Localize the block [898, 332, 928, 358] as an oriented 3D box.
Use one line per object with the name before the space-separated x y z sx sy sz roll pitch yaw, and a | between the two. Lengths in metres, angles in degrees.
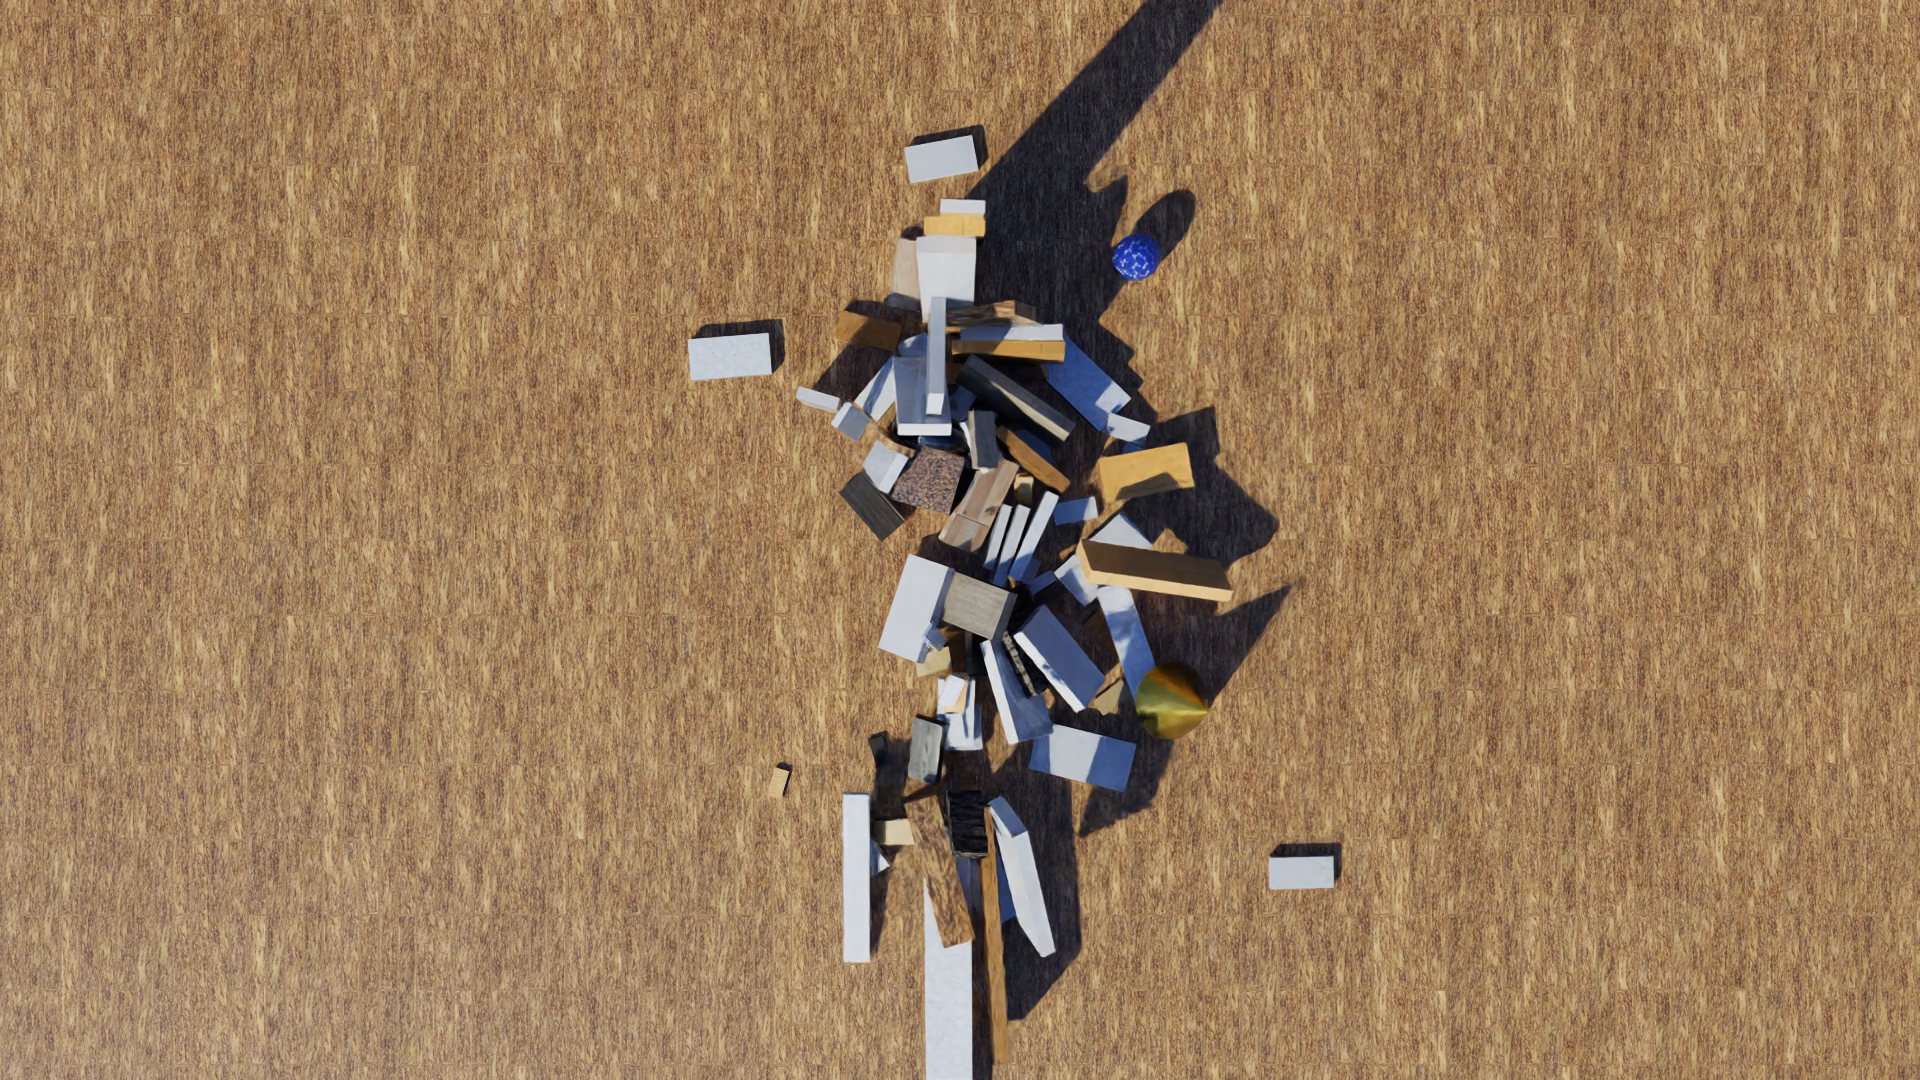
block | -0.125 -0.576 5.485 0.103 0.029 0.206 -22 90 0

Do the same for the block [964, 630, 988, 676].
block | 0.067 0.337 5.432 0.109 0.031 0.218 8 75 -43

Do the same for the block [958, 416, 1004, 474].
block | 0.070 -0.318 5.314 0.092 0.026 0.184 -41 112 -41

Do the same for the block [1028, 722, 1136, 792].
block | 0.405 0.715 5.477 0.329 0.047 0.164 14 90 0

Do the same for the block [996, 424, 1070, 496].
block | 0.229 -0.259 5.386 0.293 0.147 0.042 40 84 0

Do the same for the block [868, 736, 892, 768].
block | -0.268 0.705 5.493 0.049 0.014 0.097 -18 90 0

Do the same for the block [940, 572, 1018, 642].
block | 0.030 0.207 5.372 0.328 0.046 0.164 20 90 43

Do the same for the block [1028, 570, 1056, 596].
block | 0.273 0.143 5.493 0.096 0.014 0.048 -30 90 0

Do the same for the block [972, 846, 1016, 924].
block | 0.085 1.121 5.478 0.153 0.043 0.307 -30 90 0

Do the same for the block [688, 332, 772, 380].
block | -0.763 -0.608 5.481 0.268 0.038 0.134 -5 90 0

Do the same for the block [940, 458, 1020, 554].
block | 0.063 -0.125 5.428 0.136 0.039 0.330 21 99 -28

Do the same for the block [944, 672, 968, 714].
block | -0.013 0.495 5.353 0.068 0.019 0.136 6 111 -2

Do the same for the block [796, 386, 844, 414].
block | -0.451 -0.451 5.366 0.134 0.268 0.038 16 90 0

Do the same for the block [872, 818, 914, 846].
block | -0.205 0.963 5.450 0.167 0.024 0.084 -8 90 29

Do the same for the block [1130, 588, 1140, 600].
block | 0.560 0.177 5.491 0.060 0.017 0.121 31 90 0

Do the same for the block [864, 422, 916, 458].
block | -0.224 -0.321 5.288 0.091 0.183 0.026 17 104 -37

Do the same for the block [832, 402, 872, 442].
block | -0.355 -0.388 5.410 0.026 0.183 0.091 33 90 21

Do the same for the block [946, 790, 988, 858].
block | 0.021 0.865 5.029 0.108 0.031 0.217 6 48 -15

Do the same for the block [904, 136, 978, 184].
block | -0.062 -1.266 5.484 0.229 0.032 0.114 -10 90 0

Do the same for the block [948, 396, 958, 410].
block | -0.086 -0.453 5.445 0.140 0.070 0.020 2 71 17

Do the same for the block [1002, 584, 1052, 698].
block | 0.216 0.329 5.421 0.049 0.171 0.343 -25 90 44

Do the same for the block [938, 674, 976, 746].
block | -0.014 0.559 5.406 0.120 0.034 0.240 1 111 -1

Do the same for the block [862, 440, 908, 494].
block | -0.244 -0.255 5.359 0.038 0.268 0.134 27 100 -21

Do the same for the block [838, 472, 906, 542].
block | -0.291 -0.111 5.485 0.109 0.031 0.218 -41 90 0

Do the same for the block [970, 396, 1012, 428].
block | 0.110 -0.428 5.463 0.140 0.020 0.070 31 90 -3

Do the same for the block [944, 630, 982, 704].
block | 0.009 0.422 5.455 0.120 0.034 0.240 -1 79 0

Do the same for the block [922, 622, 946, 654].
block | -0.083 0.321 5.399 0.015 0.106 0.053 19 68 38

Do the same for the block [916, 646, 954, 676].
block | -0.084 0.402 5.451 0.136 0.019 0.068 -18 72 28

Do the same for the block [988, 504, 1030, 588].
block | 0.161 0.018 5.430 0.039 0.136 0.273 19 90 -5

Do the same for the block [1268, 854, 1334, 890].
block | 1.135 1.104 5.485 0.209 0.030 0.104 -1 90 0

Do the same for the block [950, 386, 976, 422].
block | 0.044 -0.482 5.485 0.103 0.029 0.206 38 90 0

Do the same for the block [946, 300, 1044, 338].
block | 0.083 -0.714 5.334 0.334 0.167 0.047 -4 83 35

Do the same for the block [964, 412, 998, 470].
block | 0.069 -0.325 5.399 0.026 0.091 0.183 26 62 2

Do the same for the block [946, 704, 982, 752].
block | 0.009 0.576 5.483 0.120 0.034 0.240 -3 90 0

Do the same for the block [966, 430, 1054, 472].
block | 0.162 -0.279 5.481 0.273 0.039 0.136 -15 90 0

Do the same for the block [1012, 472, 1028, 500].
block | 0.203 -0.176 5.471 0.050 0.014 0.101 -7 117 0

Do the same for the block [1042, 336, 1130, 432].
block | 0.404 -0.520 5.478 0.305 0.043 0.153 44 90 0

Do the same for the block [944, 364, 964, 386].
block | -0.057 -0.548 5.457 0.140 0.020 0.070 -3 80 -7

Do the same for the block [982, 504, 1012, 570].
block | 0.120 -0.010 5.445 0.031 0.109 0.218 17 90 -5

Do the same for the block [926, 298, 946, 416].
block | -0.076 -0.575 5.180 0.047 0.165 0.330 2 70 -4

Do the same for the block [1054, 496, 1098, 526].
block | 0.383 -0.097 5.490 0.143 0.020 0.072 -10 90 0

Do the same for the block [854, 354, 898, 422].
block | -0.245 -0.504 5.469 0.103 0.029 0.206 41 97 4
